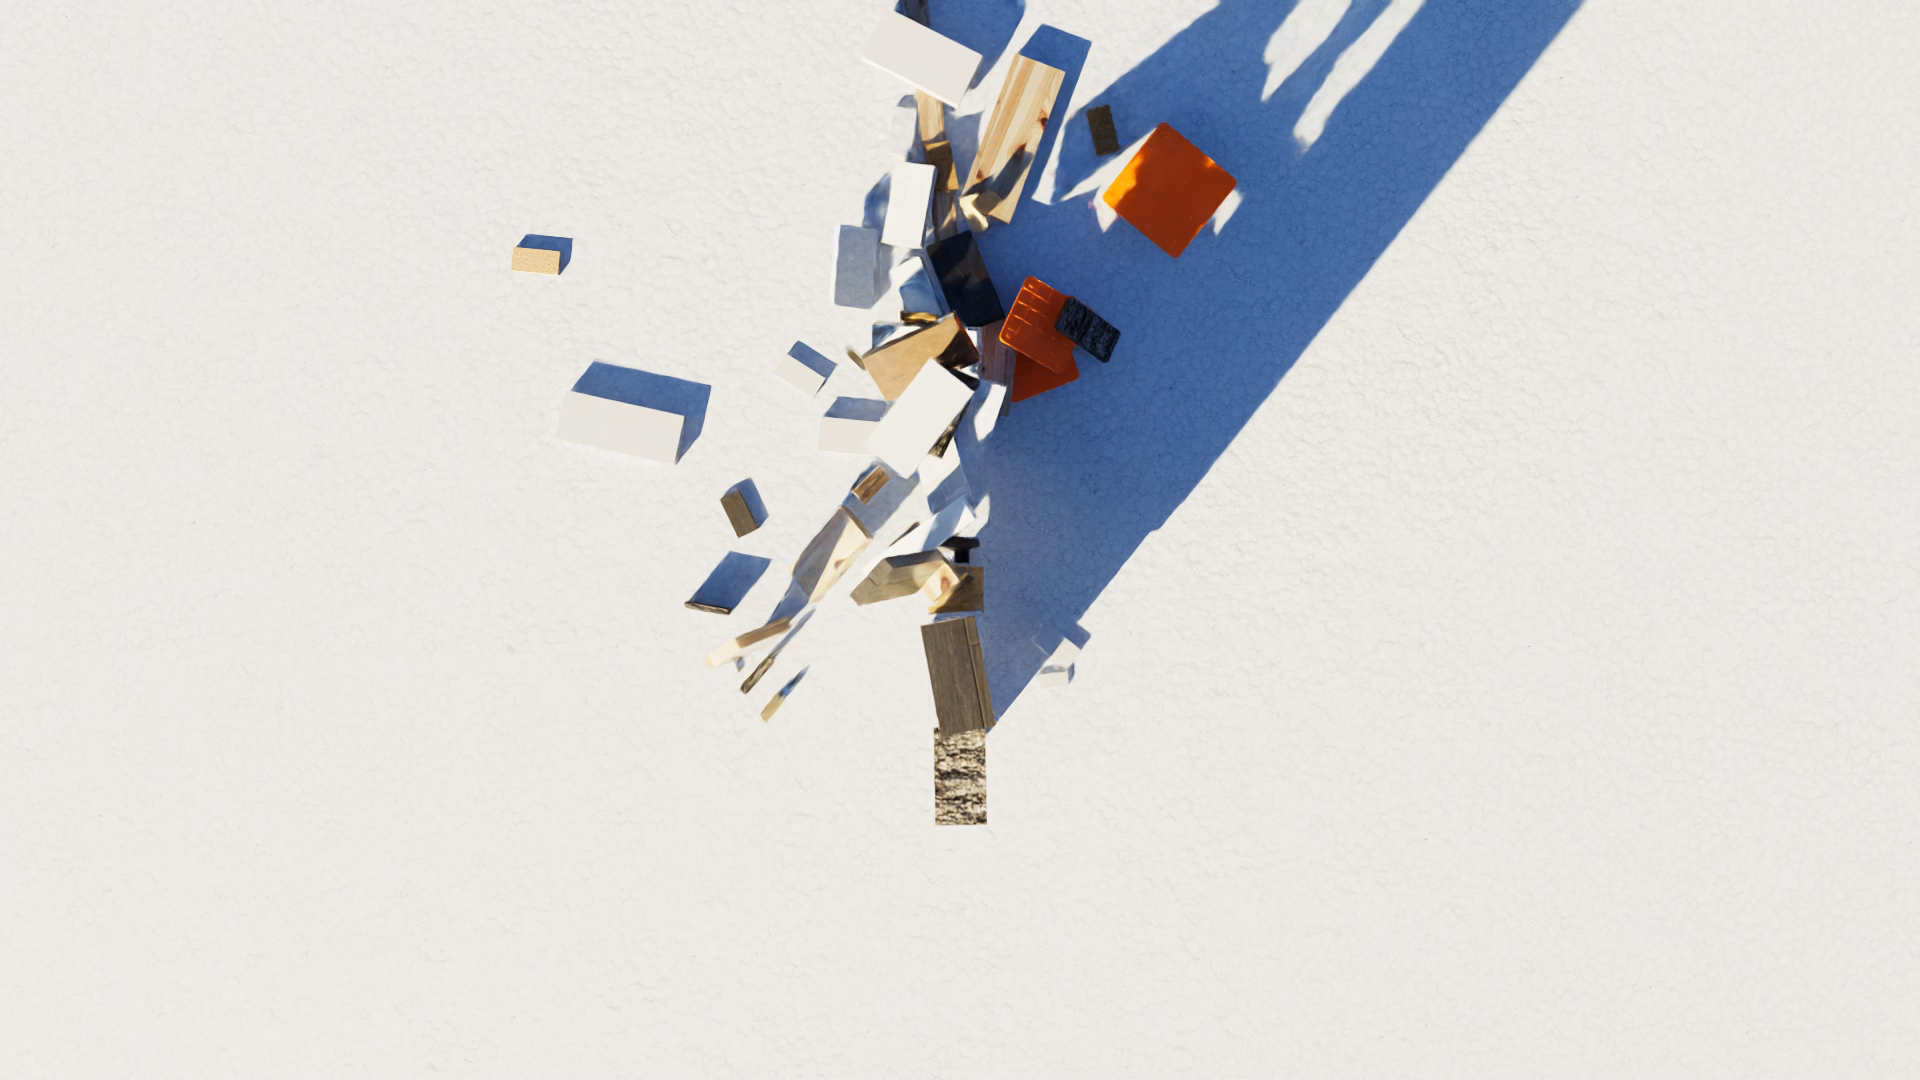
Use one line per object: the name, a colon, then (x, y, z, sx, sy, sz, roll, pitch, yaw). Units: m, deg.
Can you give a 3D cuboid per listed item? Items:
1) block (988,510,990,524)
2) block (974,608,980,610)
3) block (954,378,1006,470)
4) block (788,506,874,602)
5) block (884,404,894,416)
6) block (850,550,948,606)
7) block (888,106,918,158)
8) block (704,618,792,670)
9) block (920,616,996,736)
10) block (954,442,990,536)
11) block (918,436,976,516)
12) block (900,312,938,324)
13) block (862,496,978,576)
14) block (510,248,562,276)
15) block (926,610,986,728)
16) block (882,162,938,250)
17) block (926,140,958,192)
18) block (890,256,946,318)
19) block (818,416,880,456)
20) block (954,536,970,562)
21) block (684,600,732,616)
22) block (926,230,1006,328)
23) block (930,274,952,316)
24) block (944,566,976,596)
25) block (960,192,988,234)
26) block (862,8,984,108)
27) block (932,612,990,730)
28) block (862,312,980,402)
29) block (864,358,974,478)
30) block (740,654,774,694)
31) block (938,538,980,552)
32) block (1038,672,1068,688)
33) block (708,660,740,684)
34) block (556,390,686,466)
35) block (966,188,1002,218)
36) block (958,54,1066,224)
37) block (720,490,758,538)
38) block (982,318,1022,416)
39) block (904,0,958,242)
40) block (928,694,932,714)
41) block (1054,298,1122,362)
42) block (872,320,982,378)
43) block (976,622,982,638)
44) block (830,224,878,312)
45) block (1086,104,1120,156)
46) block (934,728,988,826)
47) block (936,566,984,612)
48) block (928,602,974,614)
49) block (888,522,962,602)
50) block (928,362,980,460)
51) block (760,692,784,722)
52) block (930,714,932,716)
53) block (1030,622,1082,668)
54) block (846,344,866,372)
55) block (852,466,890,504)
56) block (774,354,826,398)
block: (0.003, -0.075, 5.322, 0.177, 0.355, 0.050, 2, 92, 0)
block: (-0.005, 0.216, 4.640, 0.122, 0.245, 0.035, -1, 86, 0)
block: (0.038, -0.362, 5.052, 0.133, 0.038, 0.265, 19, 97, 2)
block: (-0.425, 0.048, 5.405, 0.295, 0.042, 0.148, -48, 67, 20)
block: (-0.179, -0.399, 4.993, 0.113, 0.056, 0.016, -24, 125, 29)
block: (-0.172, 0.105, 4.718, 0.042, 0.412, 0.148, 46, 107, 12)
block: (-0.192, -1.358, 5.489, 0.078, 0.022, 0.157, 7, 90, 0)
block: (-0.683, 0.333, 5.334, 0.148, 0.295, 0.042, -34, 84, 30)
block: (-0.005, 0.318, 3.875, 0.131, 0.037, 0.262, -11, 90, 0)
block: (0.002, -0.188, 5.119, 0.177, 0.050, 0.355, 1, 90, 0)
block: (-0.056, -0.210, 5.038, 0.133, 0.038, 0.266, -16, 97, 9)
block: (-0.129, -0.721, 5.377, 0.122, 0.061, 0.017, 7, 78, 17)
block: (-0.123, 0.011, 4.877, 0.439, 0.022, 0.078, -35, 83, 33)
block: (-1.411, -0.927, 5.489, 0.156, 0.022, 0.078, 6, 90, 0)
block: (-0.007, 0.326, 4.176, 0.143, 0.040, 0.285, -3, 90, 0)
block: (-0.165, -1.107, 5.456, 0.134, 0.038, 0.268, 11, 93, 18)
block: (-0.058, -1.237, 5.467, 0.078, 0.022, 0.157, -11, 90, 0)
block: (-0.136, -0.811, 5.453, 0.112, 0.032, 0.224, -24, 83, 21)
block: (-0.321, -0.339, 5.484, 0.293, 0.032, 0.112, 6, 90, 0)
block: (0.006, 0.026, 5.396, 0.048, 0.014, 0.096, 0, 90, 0)
block: (-0.836, 0.226, 5.464, 0.145, 0.072, 0.021, 10, 90, 0)
block: (0.017, -0.847, 5.415, 0.158, 0.045, 0.317, -21, 75, -1)
block: (-0.011, -0.730, 5.478, 0.158, 0.045, 0.317, -6, 90, 0)
block: (-0.019, 0.128, 5.046, 0.110, 0.221, 0.031, -31, 83, 3)
block: (0.047, -1.078, 5.446, 0.061, 0.017, 0.122, -17, 105, 12)
block: (-0.124, -1.593, 5.450, 0.359, 0.051, 0.180, 27, 92, 3)
block: (0.000, 0.378, 4.787, 0.167, 0.047, 0.335, -1, 90, 0)
block: (-0.122, -0.566, 5.114, 0.329, 0.047, 0.164, -22, 117, 20)
block: (-0.121, -0.363, 4.917, 0.164, 0.047, 0.329, 39, 100, 2)
block: (-0.671, 0.445, 5.462, 0.021, 0.072, 0.145, 41, 90, -13)
block: (-0.063, 0.015, 5.167, 0.110, 0.450, 0.031, -9, 87, 19)
block: (0.311, 0.466, 5.493, 0.095, 0.014, 0.048, -6, 90, 0)
block: (-0.788, 0.441, 5.493, 0.095, 0.014, 0.048, -25, 90, 0)
block: (-1.126, -0.373, 5.477, 0.401, 0.047, 0.164, 12, 90, 0)
block: (0.082, -1.101, 5.402, 0.061, 0.017, 0.121, 43, 51, 5)
block: (0.173, -1.331, 5.475, 0.180, 0.051, 0.528, 20, 90, 0)
block: (-0.736, -0.086, 5.490, 0.072, 0.021, 0.145, -26, 90, 0)
block: (0.103, -0.573, 5.430, 0.158, 0.045, 0.317, 7, 90, 2)
block: (-0.117, -1.568, 5.489, 0.078, 0.022, 1.275, -7, 90, 0)
block: (-0.008, 0.413, 4.340, 0.143, 0.285, 0.040, -5, 93, 0)
block: (0.420, -0.691, 5.422, 0.224, 0.032, 0.112, 31, 76, -28)
block: (-0.108, -0.612, 5.390, 0.359, 0.051, 0.180, 6, 113, 17)
block: (-0.011, 0.220, 4.024, 0.131, 0.262, 0.037, -2, 88, 0)
block: (-0.351, -0.901, 5.457, 0.134, 0.038, 0.268, 5, 90, -22)
block: (0.476, -1.362, 5.489, 0.078, 0.022, 0.156, -14, 90, 0)
block: (0.001, 0.603, 4.285, 0.135, 0.038, 0.270, -1, 90, 0)
block: (0.000, 0.234, 5.182, 0.149, 0.042, 0.297, -1, 90, 0)
block: (-0.014, 0.298, 4.500, 0.122, 0.035, 0.245, -5, 90, 0)
block: (-0.103, 0.065, 4.927, 0.110, 0.031, 0.221, -40, 80, 18)
block: (-0.058, -0.392, 4.988, 0.133, 0.038, 0.265, 25, 84, 17)
block: (-0.626, 0.557, 5.476, 0.014, 0.048, 0.095, 39, 90, -32)
block: (-0.002, 0.490, 4.978, 0.167, 0.335, 0.047, -2, 90, 0)
block: (0.318, 0.349, 5.489, 0.157, 0.022, 0.078, 39, 90, 0)
block: (-0.333, -0.588, 5.315, 0.022, 0.157, 0.078, -43, 105, 6)
block: (-0.278, -0.171, 5.157, 0.113, 0.016, 0.056, -44, 108, -12)
block: (-0.534, -0.546, 5.489, 0.156, 0.022, 0.078, 33, 90, 0)
